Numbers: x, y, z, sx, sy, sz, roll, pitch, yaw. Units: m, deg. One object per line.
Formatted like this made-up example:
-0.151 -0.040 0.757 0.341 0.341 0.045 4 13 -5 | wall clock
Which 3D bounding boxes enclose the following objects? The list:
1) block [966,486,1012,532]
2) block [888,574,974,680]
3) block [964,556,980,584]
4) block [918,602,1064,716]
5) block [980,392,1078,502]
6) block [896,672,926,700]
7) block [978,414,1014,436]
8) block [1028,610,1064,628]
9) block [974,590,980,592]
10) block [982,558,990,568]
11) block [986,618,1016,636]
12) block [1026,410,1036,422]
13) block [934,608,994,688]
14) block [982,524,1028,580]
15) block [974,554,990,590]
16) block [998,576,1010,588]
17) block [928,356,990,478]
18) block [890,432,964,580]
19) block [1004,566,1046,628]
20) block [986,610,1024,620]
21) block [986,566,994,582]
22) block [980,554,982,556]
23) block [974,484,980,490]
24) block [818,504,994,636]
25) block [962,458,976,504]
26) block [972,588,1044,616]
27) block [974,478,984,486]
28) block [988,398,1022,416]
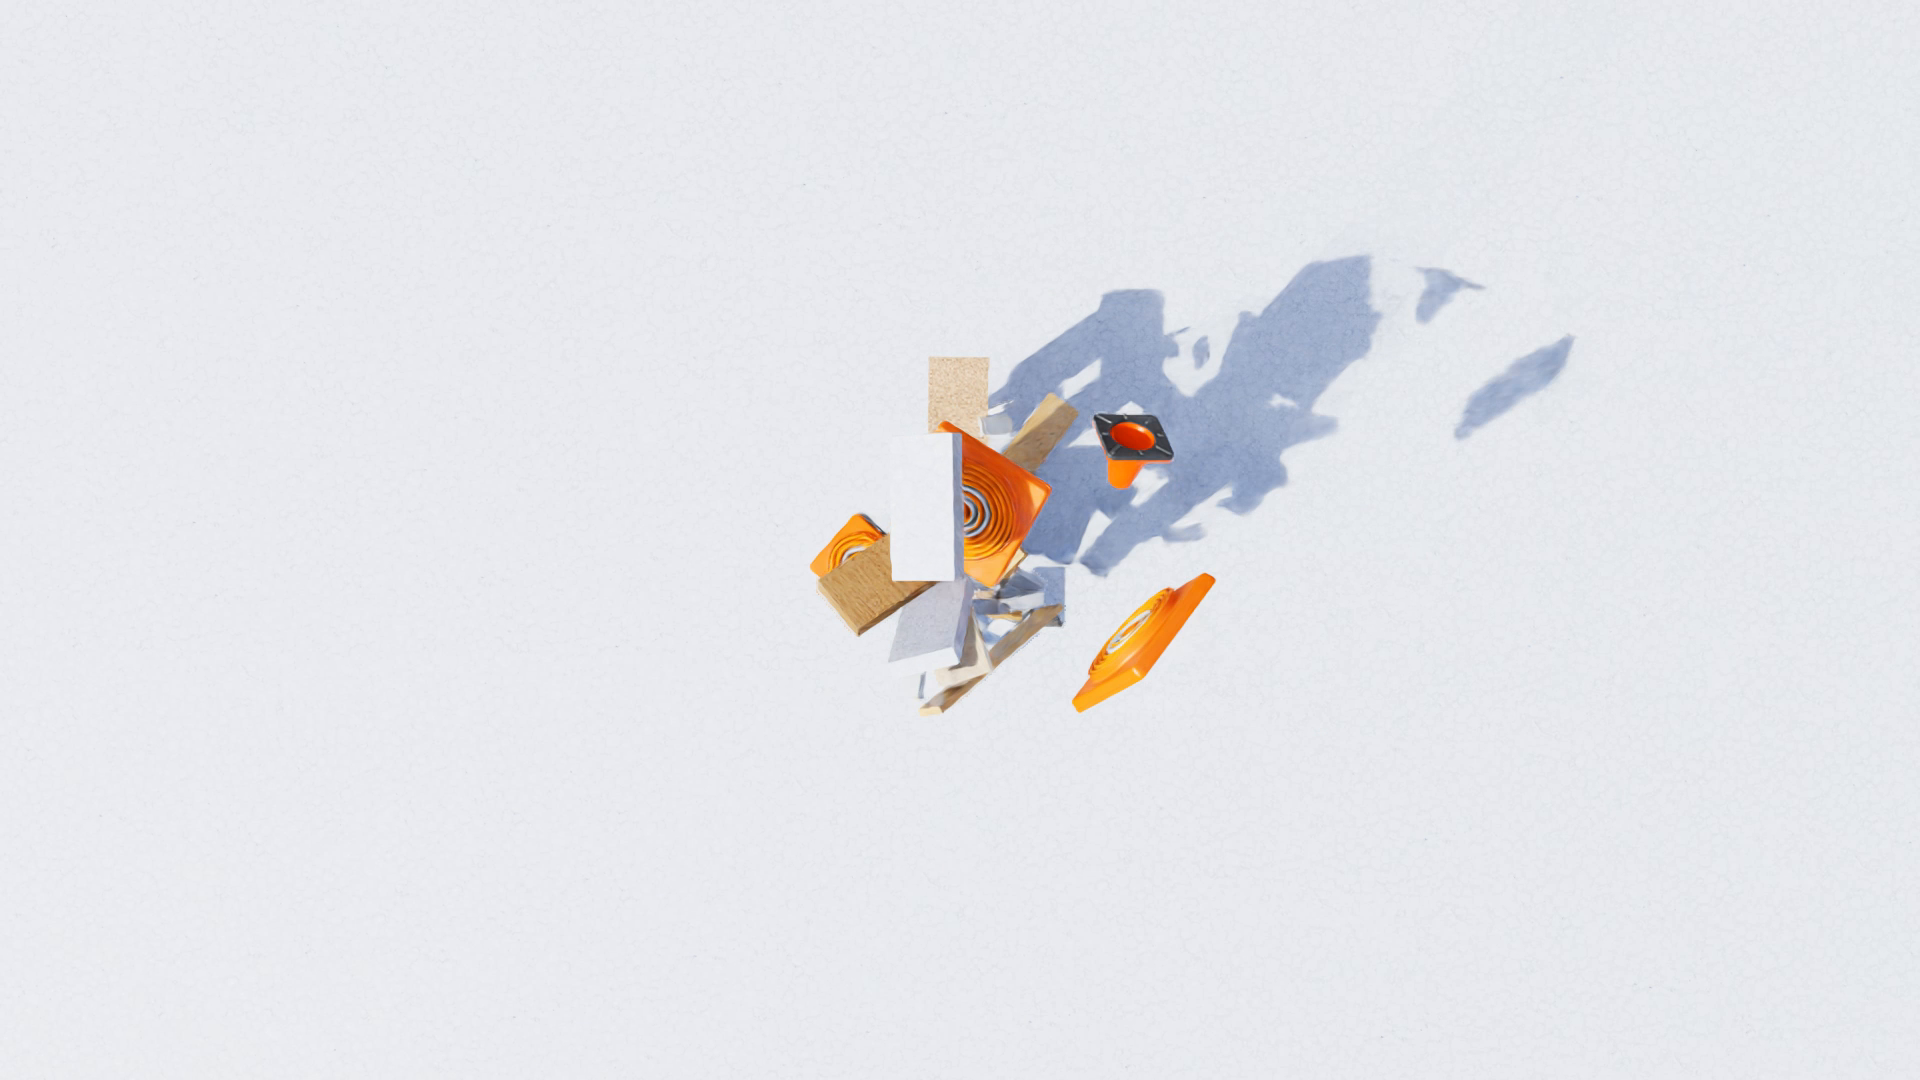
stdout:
0.047 -0.053 4.346 0.099 0.028 0.199 30 50 7 | block
-0.068 0.209 4.081 0.169 0.337 0.048 -15 117 16 | block
-0.034 0.115 4.427 0.143 0.286 0.041 -17 110 14 | block
0.093 0.315 4.445 0.072 0.665 0.020 -13 104 37 | block
0.194 -0.254 4.555 0.099 0.028 0.355 34 64 6 | block
-0.115 0.322 4.092 0.072 0.020 0.144 -5 72 41 | block
0.102 -0.330 4.753 0.106 0.015 0.053 -8 89 -34 | block
0.253 0.233 4.893 0.015 0.104 0.052 -54 126 -28 | block
0.018 0.131 5.431 0.094 0.027 0.188 -1 128 0 | block
0.021 -0.019 5.140 0.112 0.032 0.223 -8 108 4 | block
0.128 0.259 5.042 0.052 0.104 0.015 27 58 -11 | block
0.240 -0.334 4.797 0.053 0.015 0.106 -51 130 3 | block
-0.028 0.223 4.265 0.143 0.041 0.286 -19 89 14 | block
0.104 0.011 5.056 0.103 0.029 0.207 -48 68 15 | block
-0.011 0.033 4.572 0.122 0.034 0.243 -17 113 8 | block
0.137 0.080 5.211 0.029 0.104 0.207 -5 131 -2 | block
-0.005 -0.354 4.777 0.174 0.049 0.347 1 90 0 | block
-0.078 -0.076 3.834 0.169 0.048 0.338 -1 90 30 | block
0.177 0.180 5.066 0.103 0.029 0.207 28 132 1 | block
0.136 0.215 4.959 0.104 0.052 0.015 4 128 6 | block
0.054 0.041 5.235 0.112 0.032 0.223 0 129 0 | block
0.000 -0.009 4.856 0.122 0.515 0.034 -14 113 7 | block
-0.004 -0.283 5.173 0.151 0.043 0.302 -1 90 0 | block
-0.135 0.057 4.197 0.437 0.048 0.169 -34 70 -21 | block
-0.025 -0.133 4.653 0.122 0.034 0.243 0 49 7 | block
0.111 0.175 4.723 0.143 0.600 0.041 4 91 15 | block
-0.006 -0.217 4.976 0.174 0.347 0.049 -5 81 0 | block
0.128 -0.383 4.754 0.053 0.106 0.015 -15 97 33 | block
